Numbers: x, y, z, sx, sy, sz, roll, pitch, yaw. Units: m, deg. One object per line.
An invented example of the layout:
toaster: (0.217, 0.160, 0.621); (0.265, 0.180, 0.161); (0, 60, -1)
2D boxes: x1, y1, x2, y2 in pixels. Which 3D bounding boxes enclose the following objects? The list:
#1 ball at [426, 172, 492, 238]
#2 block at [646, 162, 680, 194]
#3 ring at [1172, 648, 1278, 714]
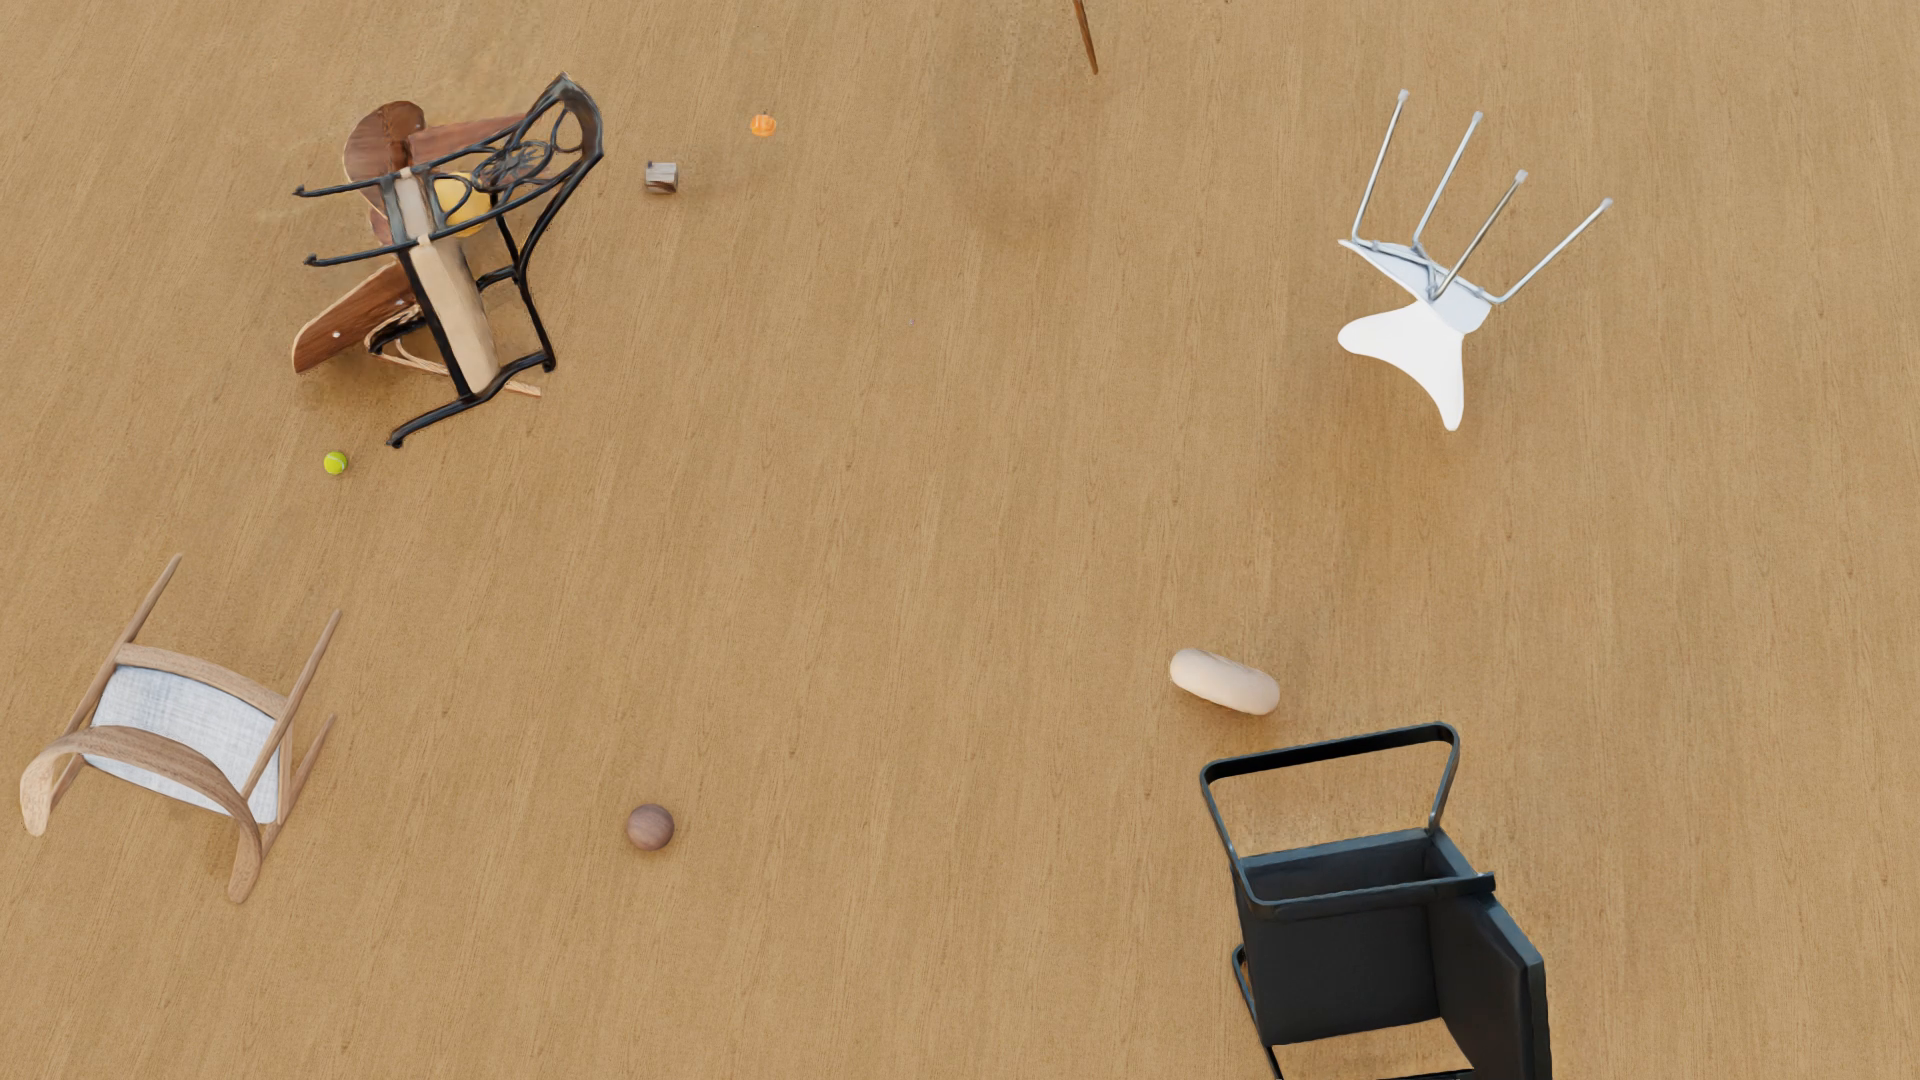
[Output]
ball: (-1.519, -1.017, 6.664); (0.197, 0.197, 0.197); (0, 56, 0)
block: (-0.992, -1.208, 7.329); (0.095, 0.066, 0.075); (3, 65, 4)
ring: (0.740, 0.394, 6.136); (0.333, 0.288, 0.114); (19, 94, -29)
